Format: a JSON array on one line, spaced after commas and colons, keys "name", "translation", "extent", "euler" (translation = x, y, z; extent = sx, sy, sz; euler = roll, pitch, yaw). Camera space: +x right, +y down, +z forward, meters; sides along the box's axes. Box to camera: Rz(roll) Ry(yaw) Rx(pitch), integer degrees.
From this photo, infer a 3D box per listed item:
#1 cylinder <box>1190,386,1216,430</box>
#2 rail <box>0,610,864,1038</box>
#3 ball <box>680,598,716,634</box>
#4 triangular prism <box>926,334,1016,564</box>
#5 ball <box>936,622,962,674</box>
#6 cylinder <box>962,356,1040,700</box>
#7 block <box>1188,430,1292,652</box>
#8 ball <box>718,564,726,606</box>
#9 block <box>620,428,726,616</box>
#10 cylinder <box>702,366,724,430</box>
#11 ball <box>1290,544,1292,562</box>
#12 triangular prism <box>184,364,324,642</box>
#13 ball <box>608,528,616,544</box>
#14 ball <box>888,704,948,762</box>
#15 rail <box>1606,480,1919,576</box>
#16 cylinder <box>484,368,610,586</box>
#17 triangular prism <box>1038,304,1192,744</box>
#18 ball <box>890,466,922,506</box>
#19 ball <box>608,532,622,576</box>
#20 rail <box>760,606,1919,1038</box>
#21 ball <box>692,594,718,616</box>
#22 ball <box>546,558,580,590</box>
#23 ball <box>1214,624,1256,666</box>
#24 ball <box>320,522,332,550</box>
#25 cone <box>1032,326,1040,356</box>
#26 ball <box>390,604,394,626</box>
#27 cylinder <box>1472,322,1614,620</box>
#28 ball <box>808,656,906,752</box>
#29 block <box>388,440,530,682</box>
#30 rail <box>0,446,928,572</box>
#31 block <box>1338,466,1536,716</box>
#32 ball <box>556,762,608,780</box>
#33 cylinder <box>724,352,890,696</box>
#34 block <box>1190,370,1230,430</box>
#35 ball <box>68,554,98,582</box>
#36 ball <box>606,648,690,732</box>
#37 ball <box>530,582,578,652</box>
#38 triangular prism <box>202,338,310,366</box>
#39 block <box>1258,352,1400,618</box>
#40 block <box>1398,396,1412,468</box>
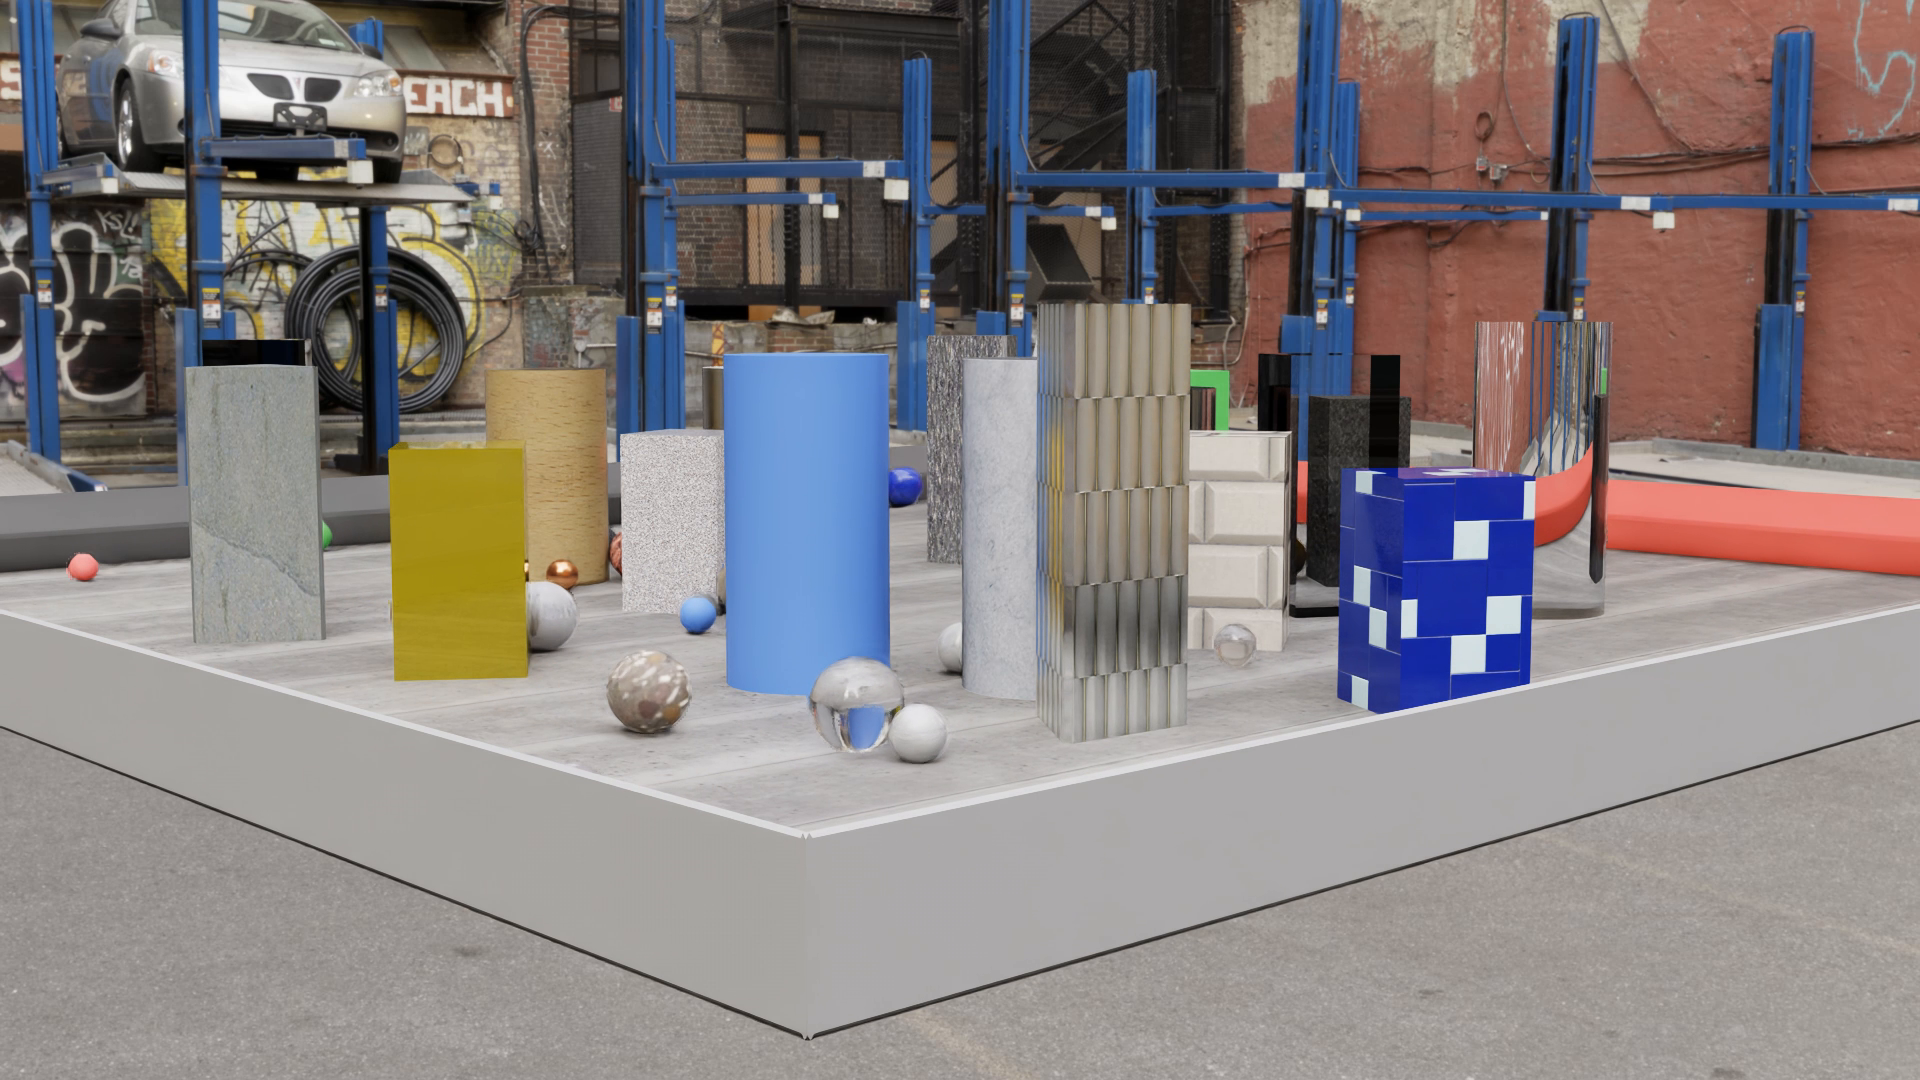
[{"name": "cylinder", "translation": [0.289, -0.068, 3.347], "extent": [0.196, 0.327, 0.196], "euler": [0, 6, 0]}, {"name": "rail", "translation": [-1.033, 0.132, 2.384], "extent": [0.045, 0.127, 2.822], "euler": [-5, 8, -42]}, {"name": "ball", "translation": [-0.362, 0.104, 3.037], "extent": [0.050, 0.050, 0.050], "euler": [0, 6, 0]}, {"name": "triangular prism", "translation": [0.054, -0.162, 3.894], "extent": [0.170, 0.400, 0.147], "euler": [5, 8, 37]}, {"name": "ball", "translation": [0.003, 0.133, 2.703], "extent": [0.063, 0.063, 0.063], "euler": [0, 6, 0]}, {"name": "cylinder", "translation": [0.101, -0.020, 2.595], "extent": [0.196, 0.388, 0.196], "euler": [0, 6, 0]}, {"name": "block", "translation": [0.360, -0.003, 2.956], "extent": [0.157, 0.280, 0.157], "euler": [1, 6, 12]}, {"name": "ball", "translation": [-0.306, 0.065, 3.198], "extent": [0.093, 0.093, 0.093], "euler": [0, 6, 0]}, {"name": "block", "translation": [-0.399, -0.030, 3.296], "extent": [0.157, 0.262, 0.157], "euler": [2, 6, 20]}, {"name": "cylinder", "translation": [-0.321, -0.106, 3.594], "extent": [0.196, 0.352, 0.196], "euler": [0, 6, 0]}, {"name": "ball", "translation": [0.525, 0.022, 3.713], "extent": [0.073, 0.073, 0.073], "euler": [0, 6, 0]}, {"name": "triangular prism", "translation": [-0.956, -0.054, 3.018], "extent": [0.170, 0.369, 0.147], "euler": [-1, 6, -9]}, {"name": "ball", "translation": [-0.635, 0.008, 3.860], "extent": [0.070, 0.070, 0.070], "euler": [0, 6, 0]}, {"name": "ball", "translation": [-0.041, 0.190, 2.170], "extent": [0.058, 0.058, 0.058], "euler": [0, 6, 0]}, {"name": "rail", "translation": [1.033, -0.066, 4.280], "extent": [0.045, 0.127, 2.822], "euler": [-5, 8, -42]}, {"name": "cylinder", "translation": [-0.678, -0.106, 3.614], "extent": [0.196, 0.349, 0.196], "euler": [0, 6, 0]}, {"name": "triangular prism", "translation": [0.132, -0.026, 2.352], "extent": [0.170, 0.451, 0.147], "euler": [-5, 8, -38]}, {"name": "ball", "translation": [-0.131, -0.121, 4.995], "extent": [0.090, 0.090, 0.090], "euler": [0, 6, 0]}, {"name": "ball", "translation": [-0.536, 0.022, 3.638], "extent": [0.088, 0.088, 0.088], "euler": [0, 6, 0]}, {"name": "rail", "translation": [0.941, 0.139, 2.318], "extent": [2.858, 0.127, 0.045], "euler": [-5, 8, -42]}, {"name": "ball", "translation": [-0.365, 0.098, 3.110], "extent": [0.046, 0.046, 0.046], "euler": [0, 6, 0]}, {"name": "ball", "translation": [-0.633, 0.055, 3.498], "extent": [0.053, 0.053, 0.053], "euler": [0, 6, 0]}, {"name": "ball", "translation": [0.345, 0.132, 2.755], "extent": [0.051, 0.051, 0.051], "euler": [0, 6, 0]}, {"name": "ball", "translation": [-1.193, -0.008, 4.071], "extent": [0.057, 0.057, 0.057], "euler": [0, 6, 0]}, {"name": "cone", "translation": [0.110, -0.085, 2.929], "extent": [0.196, 0.448, 0.196], "euler": [0, 6, 0]}, {"name": "ball", "translation": [-0.707, 0.095, 2.911], "extent": [0.093, 0.093, 0.093], "euler": [0, 6, 0]}, {"name": "cylinder", "translation": [0.856, -0.108, 3.247], "extent": [0.196, 0.427, 0.196], "euler": [0, 6, 0]}, {"name": "ball", "translation": [-0.104, 0.165, 2.218], "extent": [0.098, 0.098, 0.098], "euler": [0, 6, 0]}, {"name": "block", "translation": [-0.616, 0.022, 2.722], "extent": [0.157, 0.279, 0.157], "euler": [-1, 6, -9]}, {"name": "rail", "translation": [-0.941, -0.073, 4.346], "extent": [2.858, 0.127, 0.045], "euler": [-5, 8, -42]}, {"name": "block", "translation": [0.531, 0.056, 2.465], "extent": [0.157, 0.264, 0.157], "euler": [-2, 6, -15]}, {"name": "ball", "translation": [-0.306, 0.220, 1.703], "extent": [0.096, 0.096, 0.096], "euler": [0, 6, 0]}, {"name": "cylinder", "translation": [-0.182, -0.025, 2.628], "extent": [0.196, 0.392, 0.196], "euler": [0, 6, 0]}, {"name": "block", "translation": [0.376, -0.140, 3.996], "extent": [0.157, 0.335, 0.157], "euler": [-4, 7, -35]}, {"name": "ball", "translation": [-1.444, 0.045, 3.622], "extent": [0.045, 0.045, 0.045], "euler": [0, 6, 0]}, {"name": "ball", "translation": [-0.329, 0.159, 2.325], "extent": [0.088, 0.088, 0.088], "euler": [0, 6, 0]}, {"name": "ball", "translation": [-0.547, 0.100, 2.877], "extent": [0.092, 0.092, 0.092], "euler": [0, 6, 0]}, {"name": "triangular prism", "translation": [-1.018, -0.101, 3.314], "extent": [0.170, 0.401, 0.147], "euler": [2, 6, 17]}, {"name": "block", "translation": [0.543, -0.085, 3.264], "extent": [0.157, 0.380, 0.157], "euler": [-2, 6, -14]}, {"name": "block", "translation": [0.651, -0.089, 3.665], "extent": [0.157, 0.303, 0.157], "euler": [0, 6, -3]}]
